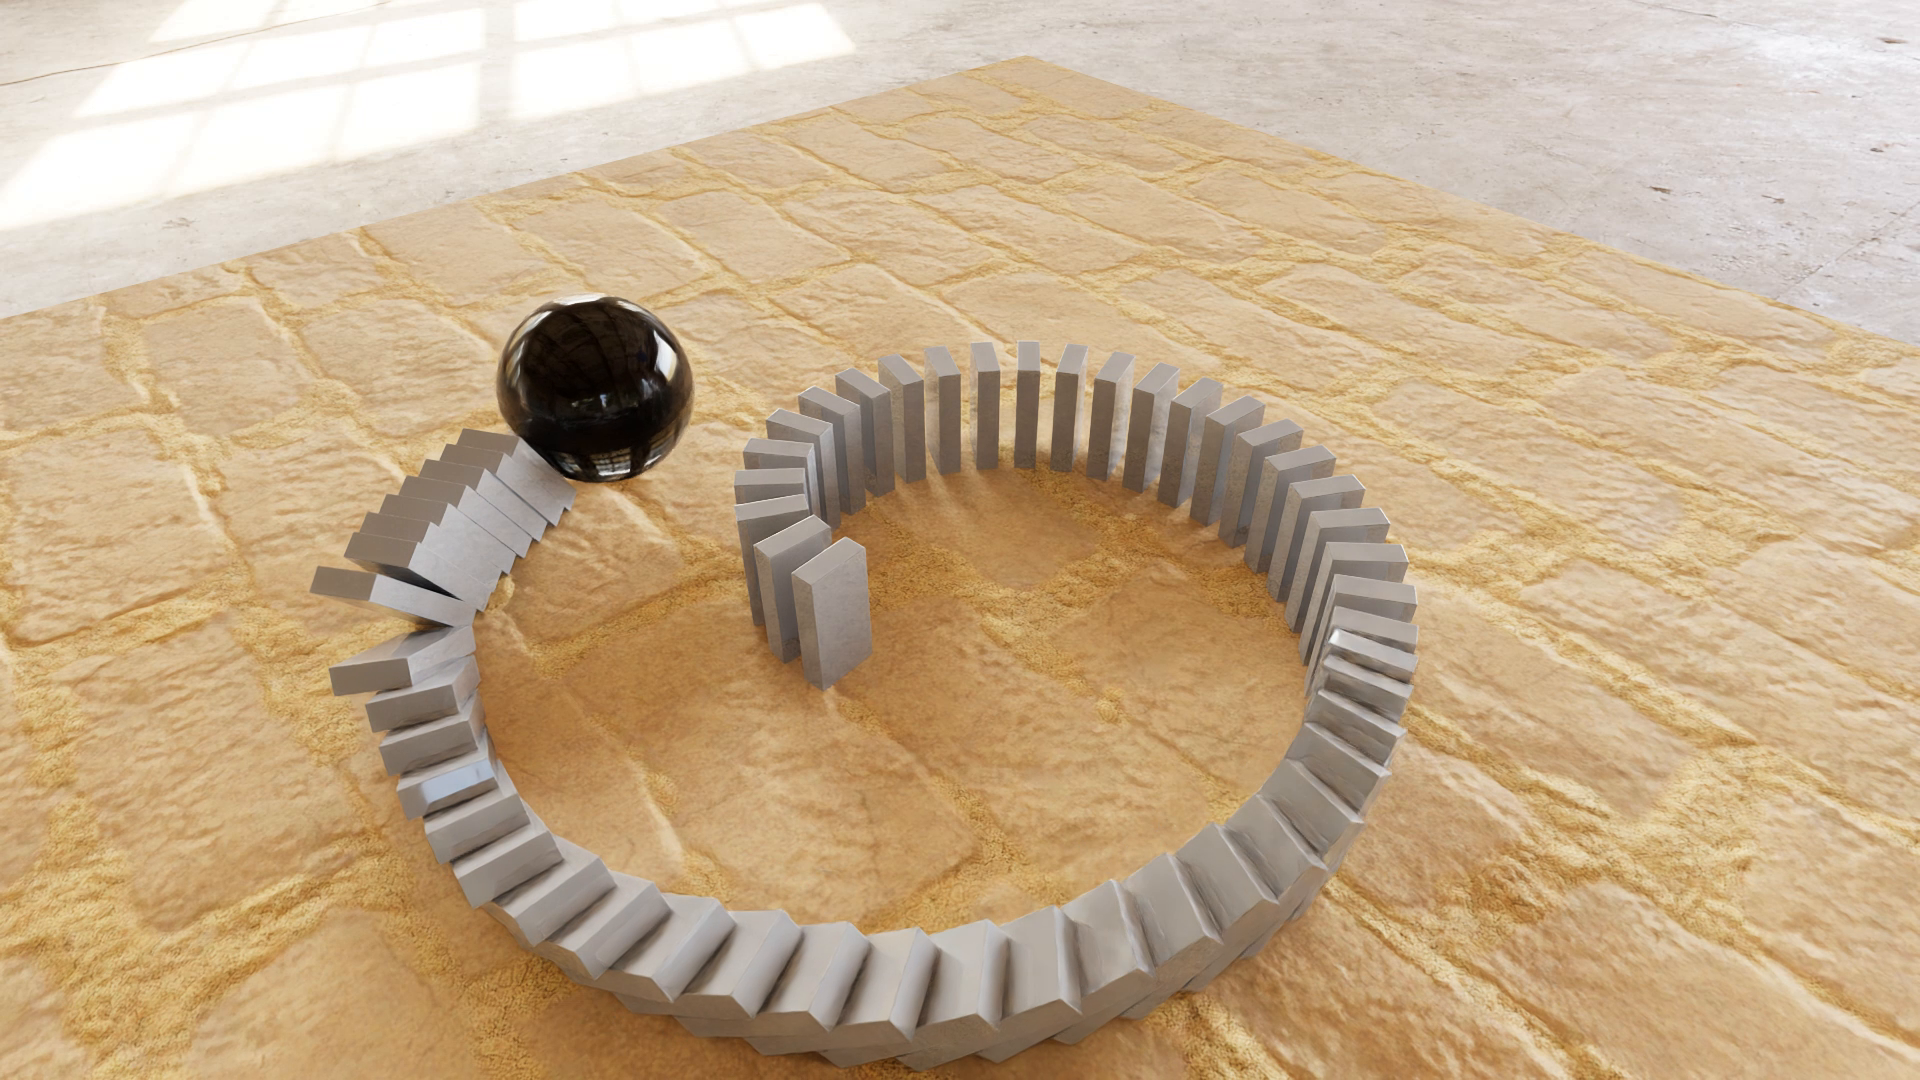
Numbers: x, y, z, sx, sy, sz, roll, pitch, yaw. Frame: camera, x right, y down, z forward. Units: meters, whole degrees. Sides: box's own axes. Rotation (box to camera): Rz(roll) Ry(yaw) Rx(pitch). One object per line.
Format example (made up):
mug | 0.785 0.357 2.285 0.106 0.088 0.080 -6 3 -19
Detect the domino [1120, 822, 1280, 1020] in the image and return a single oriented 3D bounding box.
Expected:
domino | 0.058 0.102 0.294 0.050 0.010 0.025 -45 42 13

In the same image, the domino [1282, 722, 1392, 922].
domino | 0.099 0.080 0.316 0.025 0.050 0.009 36 18 36

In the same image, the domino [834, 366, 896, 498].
domino | -0.040 -0.045 0.467 0.009 0.050 0.025 -30 48 -31

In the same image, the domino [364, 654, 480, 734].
domino | -0.176 0.050 0.362 0.025 0.009 0.050 -13 8 -15

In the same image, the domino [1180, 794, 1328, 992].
domino | 0.073 0.096 0.300 0.009 0.050 0.025 28 19 -42

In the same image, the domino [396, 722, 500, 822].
domino | -0.157 0.070 0.338 0.025 0.010 0.050 -19 10 -22

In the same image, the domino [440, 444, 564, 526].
domino | -0.182 -0.021 0.439 0.025 0.050 0.009 9 69 11

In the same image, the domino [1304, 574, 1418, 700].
domino | 0.133 0.035 0.369 0.025 0.050 0.010 8 40 10

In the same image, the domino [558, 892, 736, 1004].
domino | -0.085 0.107 0.293 0.050 0.010 0.025 -13 25 42

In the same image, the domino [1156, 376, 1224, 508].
domino | 0.096 -0.040 0.461 0.009 0.050 0.025 29 47 31

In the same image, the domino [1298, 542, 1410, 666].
domino | 0.136 0.023 0.383 0.025 0.050 0.009 2 39 2

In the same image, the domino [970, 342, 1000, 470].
domino | 0.011 -0.059 0.483 0.010 0.050 0.025 -4 40 -5

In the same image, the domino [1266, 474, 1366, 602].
domino | 0.132 0.000 0.411 0.025 0.050 0.010 -8 40 -10

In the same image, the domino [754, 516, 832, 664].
domino | -0.057 0.018 0.389 0.025 0.050 0.010 -29 48 -31

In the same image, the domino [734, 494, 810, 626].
domino | -0.066 0.008 0.402 0.025 0.050 0.009 -10 40 -12

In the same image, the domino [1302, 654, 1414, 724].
domino | 0.116 0.063 0.335 0.025 0.050 0.010 22 25 25

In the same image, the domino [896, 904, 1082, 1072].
domino | 0.006 0.115 0.281 0.050 0.009 0.025 -30 33 22

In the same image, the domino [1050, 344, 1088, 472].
domino | 0.048 -0.058 0.482 0.009 0.050 0.025 9 40 11

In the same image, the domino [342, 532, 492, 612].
domino | -0.195 0.012 0.398 0.025 0.050 0.009 8 70 10

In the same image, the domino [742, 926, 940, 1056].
domino | -0.031 0.116 0.281 0.050 0.010 0.025 -21 29 31

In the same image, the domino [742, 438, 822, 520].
domino | -0.069 -0.016 0.430 0.025 0.050 0.009 6 40 7

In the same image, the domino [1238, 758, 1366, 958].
domino | 0.086 0.089 0.307 0.010 0.050 0.025 19 20 -46

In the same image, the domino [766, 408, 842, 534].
domino | -0.063 -0.027 0.444 0.025 0.050 0.009 18 43 21

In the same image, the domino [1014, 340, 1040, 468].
domino | 0.029 -0.059 0.484 0.010 0.050 0.025 1 39 2

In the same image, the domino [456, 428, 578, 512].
domino | -0.179 -0.028 0.447 0.025 0.050 0.010 9 69 11

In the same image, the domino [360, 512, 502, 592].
domino | -0.195 0.005 0.407 0.025 0.050 0.009 8 70 10

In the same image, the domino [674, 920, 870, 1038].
domino | -0.049 0.114 0.284 0.050 0.010 0.025 -19 28 34

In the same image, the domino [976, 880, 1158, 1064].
domino | 0.024 0.112 0.285 0.050 0.009 0.025 -35 37 17

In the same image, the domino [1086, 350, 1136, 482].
domino | 0.065 -0.053 0.477 0.009 0.050 0.025 17 42 19

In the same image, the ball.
ball | -0.154 -0.064 0.466 0.080 0.080 0.080 0 39 0

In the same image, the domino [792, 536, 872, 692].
domino | -0.043 0.026 0.380 0.009 0.050 0.025 28 47 30

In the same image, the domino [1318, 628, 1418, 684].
domino | 0.122 0.055 0.344 0.025 0.050 0.010 20 33 23

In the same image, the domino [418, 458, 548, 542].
domino | -0.186 -0.015 0.431 0.025 0.050 0.009 9 69 11

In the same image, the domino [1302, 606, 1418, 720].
domino | 0.128 0.046 0.355 0.025 0.050 0.010 14 40 16

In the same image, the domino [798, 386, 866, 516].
domino | -0.053 -0.037 0.456 0.025 0.050 0.009 26 46 28

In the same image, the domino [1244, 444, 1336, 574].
domino | 0.127 -0.011 0.425 0.025 0.050 0.010 -13 41 -15

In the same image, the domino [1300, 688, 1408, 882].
domino | 0.108 0.072 0.324 0.025 0.050 0.010 30 21 31

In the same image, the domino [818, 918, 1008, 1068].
domino | -0.012 0.116 0.280 0.050 0.009 0.025 -26 31 27

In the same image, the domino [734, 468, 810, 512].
domino | -0.069 -0.004 0.416 0.025 0.050 0.009 -2 39 -3

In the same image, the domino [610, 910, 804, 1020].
domino | -0.067 0.111 0.288 0.050 0.009 0.025 -16 27 37

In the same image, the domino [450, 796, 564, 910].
domino | -0.133 0.088 0.316 0.025 0.009 0.050 -27 13 -28

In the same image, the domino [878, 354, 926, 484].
domino | -0.025 -0.052 0.475 0.009 0.050 0.025 -19 43 -21

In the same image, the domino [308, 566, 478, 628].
domino | -0.198 0.021 0.387 0.025 0.050 0.010 6 76 17

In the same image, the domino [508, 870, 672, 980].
domino | -0.102 0.102 0.298 0.050 0.009 0.025 -9 24 48

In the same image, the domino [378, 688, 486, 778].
domino | -0.166 0.060 0.350 0.025 0.010 0.050 -16 9 -19

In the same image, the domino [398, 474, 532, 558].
domino | -0.189 -0.008 0.423 0.025 0.050 0.010 9 69 11

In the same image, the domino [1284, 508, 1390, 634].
domino | 0.135 0.012 0.397 0.025 0.050 0.009 -4 39 -5

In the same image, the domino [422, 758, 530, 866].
domino | -0.145 0.079 0.326 0.025 0.009 0.050 -24 12 -26

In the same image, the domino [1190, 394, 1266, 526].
domino | 0.109 -0.032 0.451 0.025 0.050 0.009 -27 47 -29

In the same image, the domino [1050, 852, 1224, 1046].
domino | 0.042 0.107 0.289 0.050 0.009 0.025 -40 40 14

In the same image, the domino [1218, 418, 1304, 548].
domino | 0.119 -0.022 0.438 0.025 0.050 0.010 -18 43 -21

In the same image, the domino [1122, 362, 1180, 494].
domino | 0.081 -0.048 0.470 0.009 0.050 0.025 23 44 25

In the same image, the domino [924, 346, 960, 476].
domino | -0.008 -0.056 0.480 0.009 0.050 0.025 -10 40 -12

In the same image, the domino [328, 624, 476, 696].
domino | -0.188 0.040 0.373 0.025 0.009 0.050 -7 8 -1

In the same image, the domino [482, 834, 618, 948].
domino | -0.117 0.096 0.306 0.025 0.009 0.050 -34 17 -34

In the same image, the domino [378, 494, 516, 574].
domino | -0.192 -0.002 0.415 0.025 0.050 0.009 8 70 10
